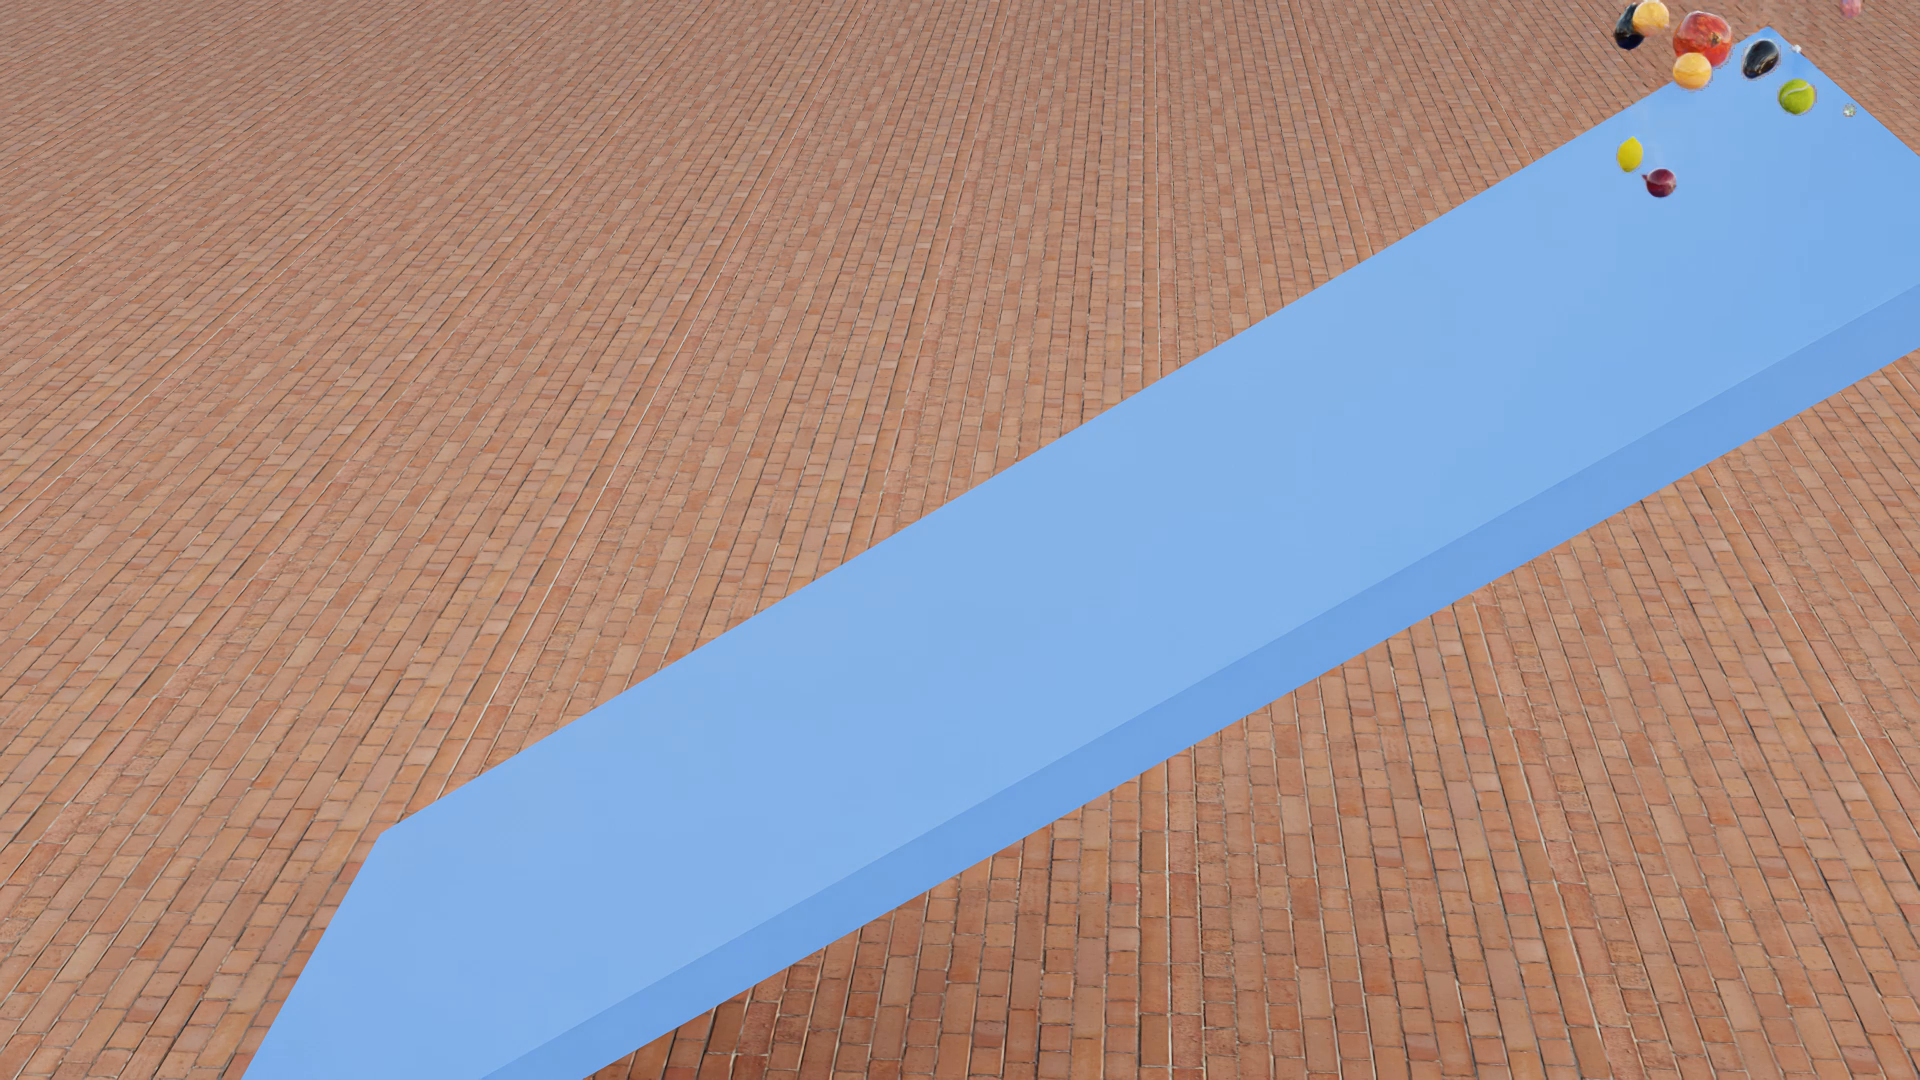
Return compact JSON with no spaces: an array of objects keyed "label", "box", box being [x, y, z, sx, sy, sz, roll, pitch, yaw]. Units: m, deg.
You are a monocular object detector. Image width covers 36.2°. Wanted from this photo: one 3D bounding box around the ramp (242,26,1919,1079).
[{"label":"ramp","box":[0.141,0.169,6.292,4.000,0.100,2.000,-30,15,13]}]
